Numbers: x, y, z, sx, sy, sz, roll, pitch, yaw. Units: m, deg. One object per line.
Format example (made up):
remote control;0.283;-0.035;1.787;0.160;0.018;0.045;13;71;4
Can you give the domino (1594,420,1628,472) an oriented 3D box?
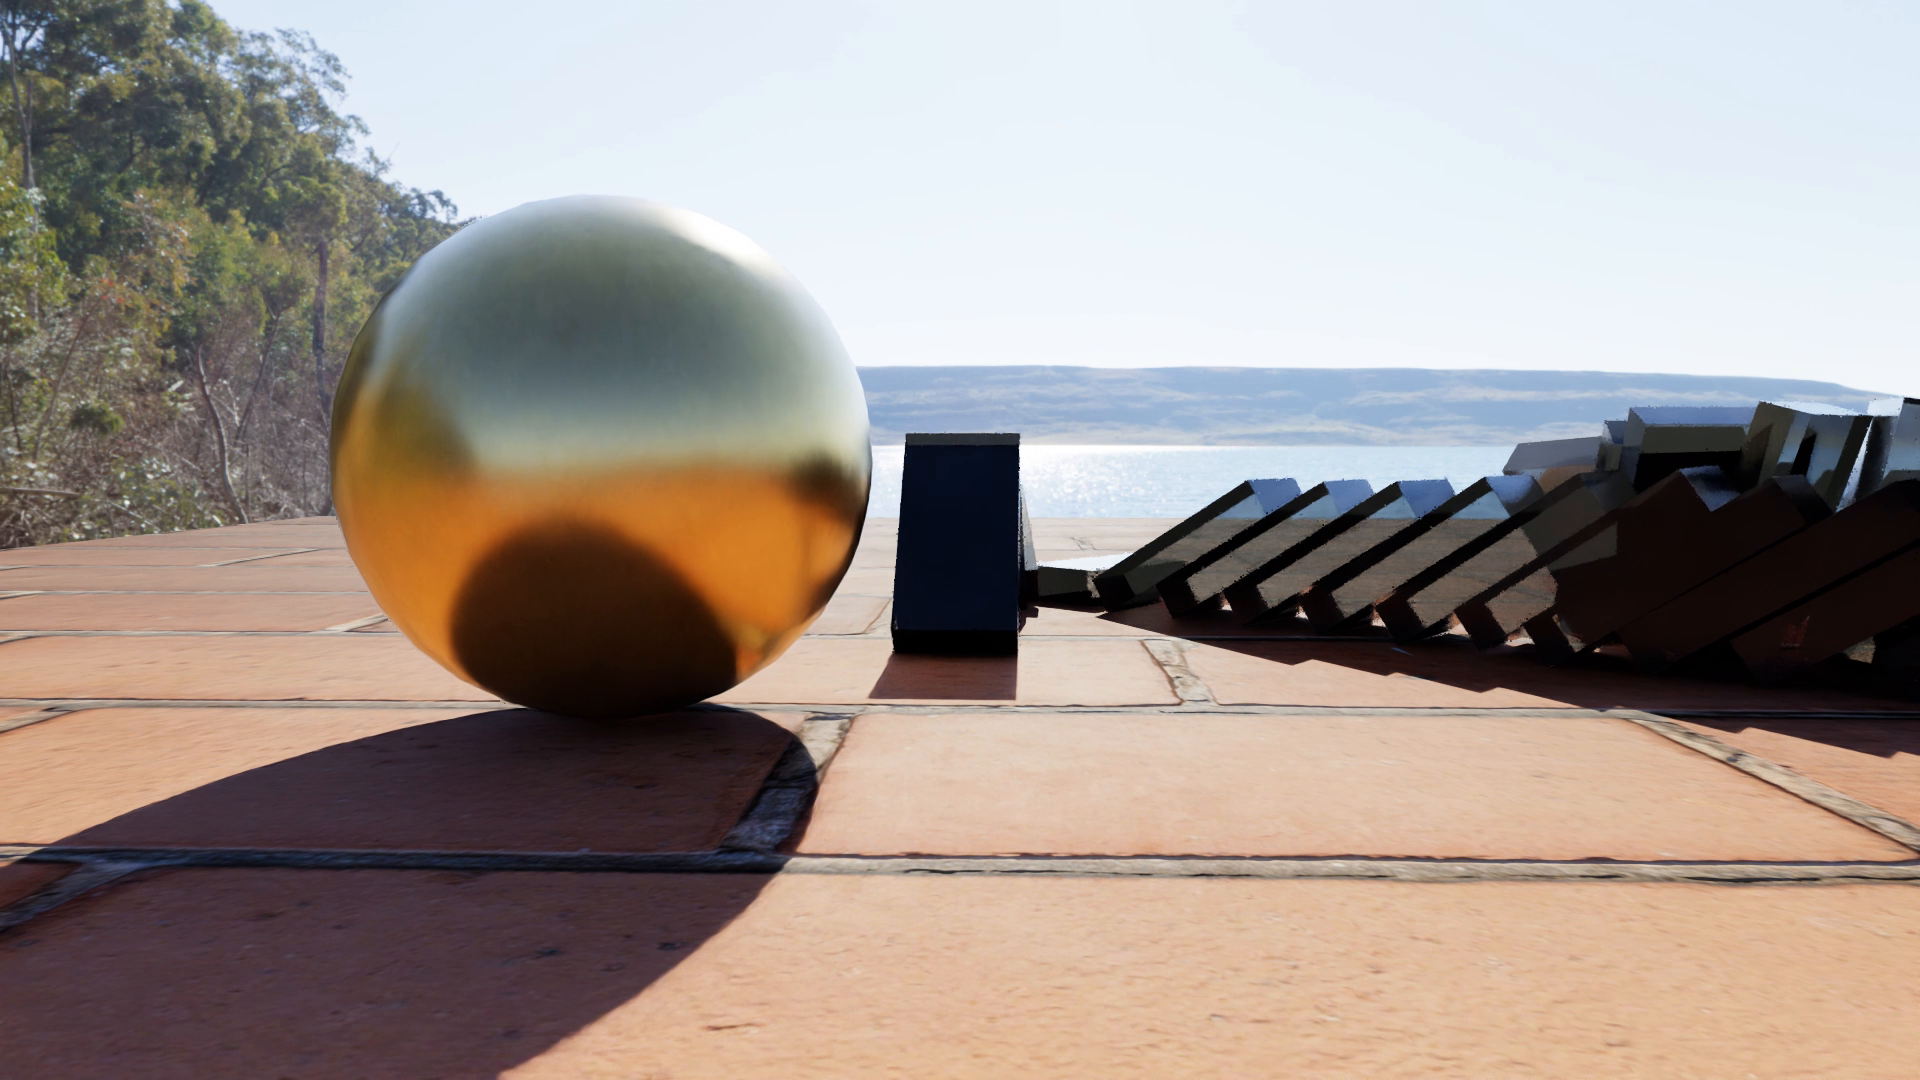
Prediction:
domino;0.152;-0.002;0.283;0.025;0.050;0.010;1;36;12

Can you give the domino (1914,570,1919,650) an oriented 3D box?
domino;0.207;-0.002;0.254;0.009;0.050;0.025;1;3;-39

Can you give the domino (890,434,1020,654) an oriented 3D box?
domino;0.000;0.000;0.270;0.025;0.050;0.010;0;-35;3

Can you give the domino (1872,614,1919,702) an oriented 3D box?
domino;0.178;0.008;0.209;0.050;0.009;0.025;-39;-14;31

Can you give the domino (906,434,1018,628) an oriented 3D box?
domino;0.001;-0.003;0.307;0.025;0.050;0.009;0;-35;3

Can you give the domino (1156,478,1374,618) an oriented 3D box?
domino;0.074;0.002;0.308;0.050;0.009;0.025;-36;-19;35

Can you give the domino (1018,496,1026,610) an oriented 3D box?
domino;0.004;-0.005;0.333;0.025;0.050;0.010;-2;-37;2

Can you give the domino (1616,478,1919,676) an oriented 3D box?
domino;0.147;0.007;0.231;0.025;0.009;0.050;-5;-29;-46

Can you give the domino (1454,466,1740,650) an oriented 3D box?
domino;0.125;0.004;0.252;0.025;0.010;0.050;-5;-29;-45

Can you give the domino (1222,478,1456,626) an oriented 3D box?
domino;0.087;0.003;0.294;0.025;0.010;0.050;-4;-26;-45

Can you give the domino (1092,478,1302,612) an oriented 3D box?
domino;0.060;0.001;0.320;0.050;0.009;0.025;-36;-19;35

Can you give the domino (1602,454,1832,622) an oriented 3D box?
domino;0.186;-0.001;0.318;0.050;0.009;0.025;41;6;1

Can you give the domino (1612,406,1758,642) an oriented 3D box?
domino;0.150;-0.003;0.267;0.025;0.050;0.010;1;26;8

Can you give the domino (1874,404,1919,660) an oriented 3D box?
domino;0.194;-0.001;0.244;0.009;0.050;0.025;11;0;-23

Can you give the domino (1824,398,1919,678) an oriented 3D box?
domino;0.175;-0.001;0.244;0.009;0.050;0.025;13;9;22

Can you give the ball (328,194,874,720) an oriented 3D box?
ball;-0.054;-0.012;0.199;0.080;0.080;0.080;0;4;0

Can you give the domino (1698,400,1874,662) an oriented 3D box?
domino;0.160;-0.002;0.253;0.025;0.050;0.010;-3;22;-33

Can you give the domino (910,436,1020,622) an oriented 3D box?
domino;0.002;-0.004;0.319;0.025;0.050;0.010;0;-36;4

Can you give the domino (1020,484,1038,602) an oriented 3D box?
domino;0.007;0.001;0.353;0.025;0.009;0.050;-4;28;0

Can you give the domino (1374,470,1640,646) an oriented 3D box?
domino;0.114;0.004;0.266;0.025;0.009;0.050;-6;-29;-45

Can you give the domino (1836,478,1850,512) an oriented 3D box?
domino;0.227;0.000;0.311;0.025;0.010;0.050;2;39;-25

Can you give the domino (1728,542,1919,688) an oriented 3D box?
domino;0.161;0.008;0.220;0.050;0.009;0.025;-40;-21;34

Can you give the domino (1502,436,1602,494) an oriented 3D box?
domino;0.152;-0.002;0.303;0.009;0.050;0.025;-51;24;-23

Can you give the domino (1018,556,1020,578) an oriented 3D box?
domino;0.001;-0.001;0.282;0.025;0.050;0.010;0;-35;3

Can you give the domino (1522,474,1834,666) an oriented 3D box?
domino;0.134;0.006;0.241;0.025;0.009;0.050;-5;-30;-46

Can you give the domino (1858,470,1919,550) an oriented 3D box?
domino;0.236;0.002;0.293;0.025;0.009;0.050;-1;39;-17

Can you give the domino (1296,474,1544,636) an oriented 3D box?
domino;0.101;0.004;0.280;0.025;0.009;0.050;-4;-28;-45

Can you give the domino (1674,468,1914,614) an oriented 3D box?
domino;0.211;0.000;0.326;0.025;0.010;0.050;4;32;-39

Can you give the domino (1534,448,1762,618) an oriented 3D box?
domino;0.168;-0.002;0.315;0.050;0.010;0.025;42;-4;-7

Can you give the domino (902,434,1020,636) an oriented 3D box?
domino;0.001;-0.002;0.295;0.025;0.050;0.009;0;-35;3

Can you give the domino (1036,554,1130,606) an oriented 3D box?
domino;0.043;0.011;0.362;0.025;0.010;0.050;4;6;45
